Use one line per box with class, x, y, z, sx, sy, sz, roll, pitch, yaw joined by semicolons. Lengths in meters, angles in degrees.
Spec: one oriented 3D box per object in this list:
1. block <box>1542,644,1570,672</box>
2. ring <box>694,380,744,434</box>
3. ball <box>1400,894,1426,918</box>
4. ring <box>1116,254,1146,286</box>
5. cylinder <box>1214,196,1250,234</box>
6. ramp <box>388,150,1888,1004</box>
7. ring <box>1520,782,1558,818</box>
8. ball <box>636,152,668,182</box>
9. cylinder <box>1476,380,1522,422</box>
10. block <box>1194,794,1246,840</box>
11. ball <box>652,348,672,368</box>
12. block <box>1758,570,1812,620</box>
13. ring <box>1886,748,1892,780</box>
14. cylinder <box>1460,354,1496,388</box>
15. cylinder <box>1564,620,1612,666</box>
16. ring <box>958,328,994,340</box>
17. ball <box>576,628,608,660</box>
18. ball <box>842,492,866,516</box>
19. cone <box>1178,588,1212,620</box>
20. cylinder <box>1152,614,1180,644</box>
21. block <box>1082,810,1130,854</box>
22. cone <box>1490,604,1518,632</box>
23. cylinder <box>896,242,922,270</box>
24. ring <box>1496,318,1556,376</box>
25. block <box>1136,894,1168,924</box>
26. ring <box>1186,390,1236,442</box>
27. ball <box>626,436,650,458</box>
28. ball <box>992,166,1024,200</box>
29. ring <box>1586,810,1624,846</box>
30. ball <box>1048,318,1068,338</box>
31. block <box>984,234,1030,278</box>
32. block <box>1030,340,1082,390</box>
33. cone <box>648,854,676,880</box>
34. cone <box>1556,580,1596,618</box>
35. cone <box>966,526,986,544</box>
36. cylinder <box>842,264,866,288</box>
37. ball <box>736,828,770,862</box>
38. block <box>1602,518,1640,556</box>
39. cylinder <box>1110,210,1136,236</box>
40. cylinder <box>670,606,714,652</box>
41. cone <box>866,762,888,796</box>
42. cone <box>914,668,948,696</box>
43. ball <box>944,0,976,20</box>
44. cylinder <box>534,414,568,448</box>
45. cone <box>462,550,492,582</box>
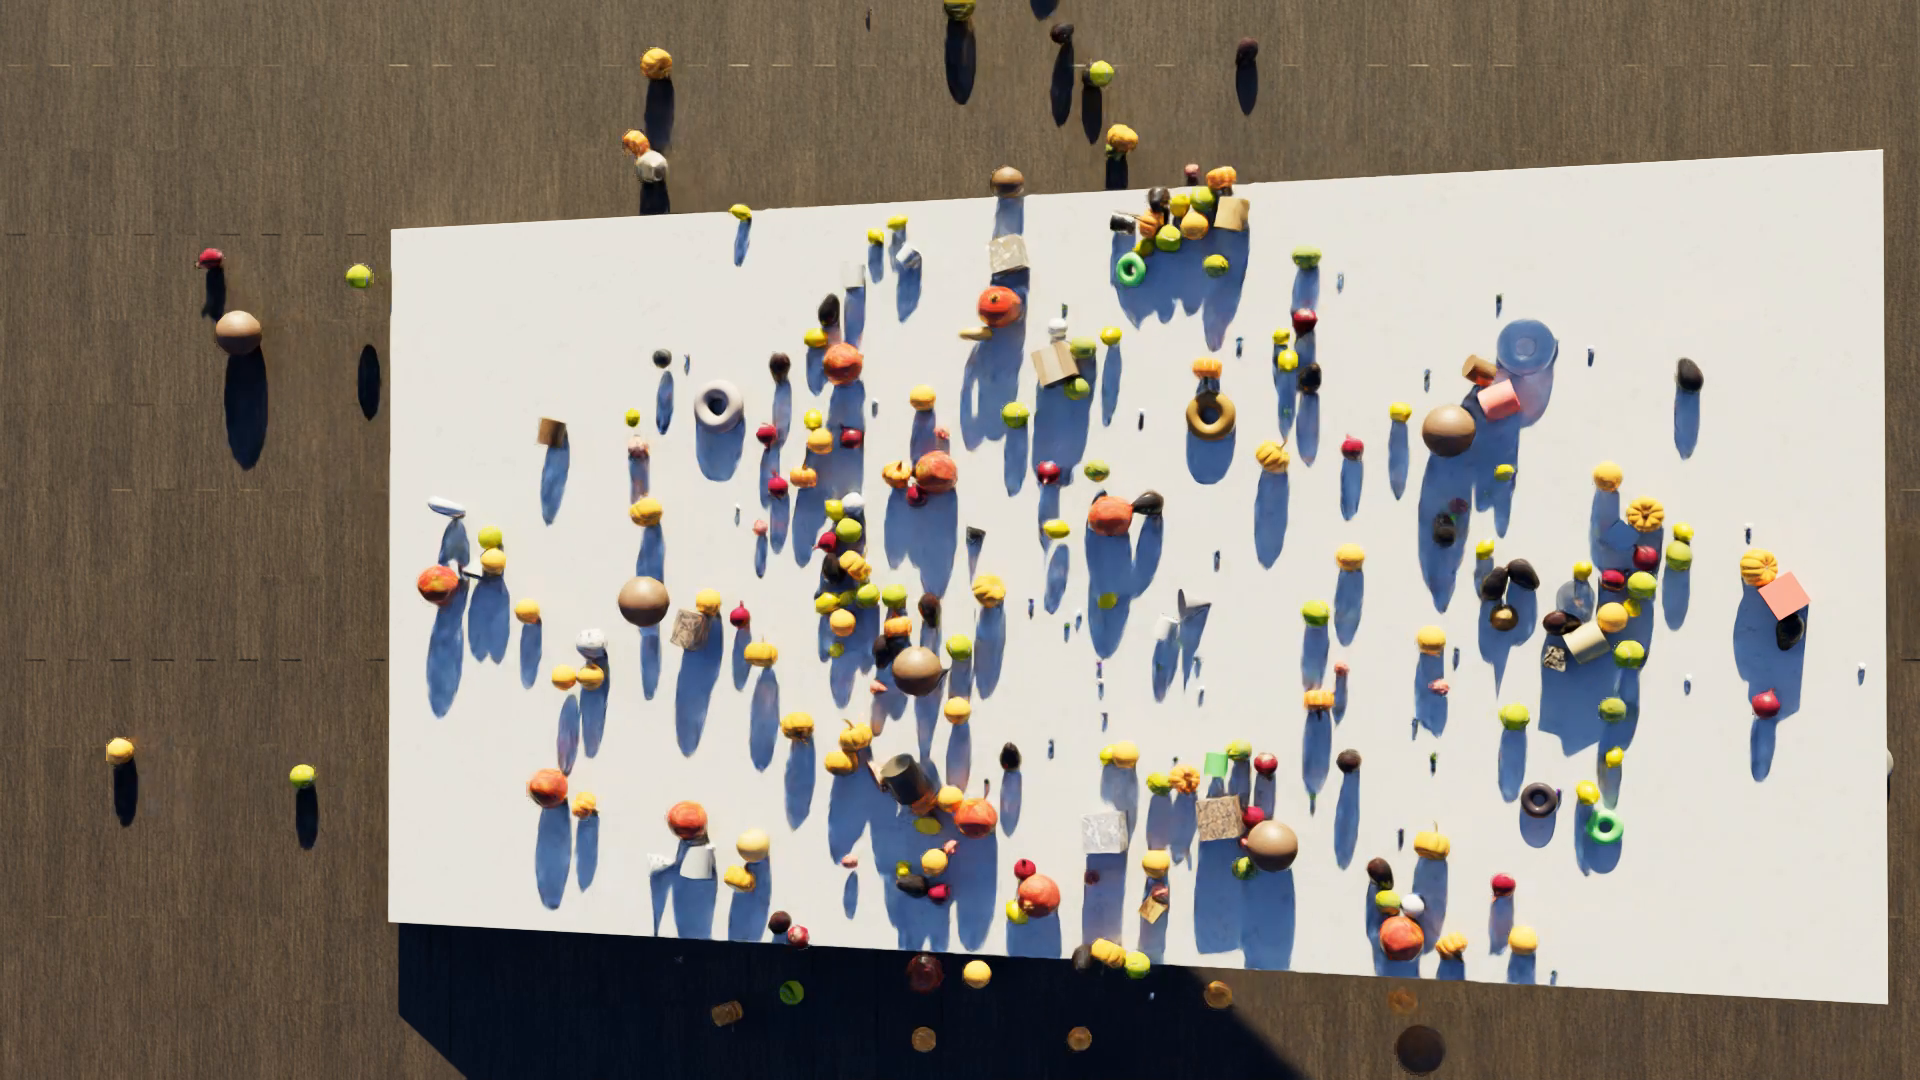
block;1.450;0.287;5.344;0.053;0.053;0.053;16;94;17
ring;-0.661;-0.365;6.023;0.150;0.050;0.150;-1;88;19
ball;1.120;0.904;5.436;0.060;0.060;0.060;0;89;0
ring;0.443;-0.697;5.680;0.087;0.029;0.087;8;102;37
cylinder;0.691;-0.826;5.586;0.079;0.079;0.079;11;93;0
ramp;0.275;0.093;5.799;4.000;0.100;2.000;0;89;18
ring;1.412;0.635;5.364;0.088;0.029;0.088;0;89;19
ball;-0.900;-1.089;6.420;0.092;0.092;0.092;0;89;0
cylinder;1.319;-0.339;5.379;0.082;0.082;0.082;-23;89;16
block;0.658;0.702;5.565;0.099;0.099;0.099;-8;87;17
ball;-0.820;-0.501;6.060;0.056;0.056;0.056;0;89;0
block;1.939;0.131;5.175;0.085;0.085;0.085;-34;80;14
ring;2.654;0.655;6.419;0.137;0.046;0.137;0;90;1
cylinder;1.273;-0.414;5.394;0.062;0.062;0.062;26;89;-12
cylinder;1.514;0.247;5.308;0.084;0.084;0.084;-30;89;15
ring;0.042;-0.541;5.774;0.094;0.094;0.031;-2;92;0
ball;-1.024;0.288;6.108;0.088;0.088;0.088;0;89;0
ball;-0.286;-0.095;5.894;0.063;0.063;0.063;0;89;0
cone;0.606;0.163;5.621;0.082;0.082;0.082;-3;89;-9
cylinder;0.527;0.228;5.635;0.055;0.055;0.055;26;102;0
block;0.374;0.750;5.654;0.098;0.098;0.098;-3;88;17
cone;1.327;0.191;5.376;0.068;0.068;0.068;0;89;18
cylinder;-0.137;-0.758;5.861;0.051;0.051;0.051;40;101;1
ring;1.383;-0.473;5.379;0.143;0.048;0.143;-1;88;18
block;0.494;0.945;5.638;0.051;0.051;0.051;40;101;14
ring;0.641;-0.316;5.614;0.130;0.043;0.130;0;89;16
ball;-0.892;-0.257;6.088;0.061;0.061;0.061;0;89;0
ball;0.125;-0.935;5.769;0.086;0.086;0.086;0;89;0
ring;1.560;0.695;5.317;0.087;0.029;0.087;0;90;17
ball;0.254;-0.554;5.735;0.052;0.052;0.052;0;89;0
block;0.125;-0.745;5.761;0.084;0.084;0.084;-15;85;17
block;0.250;-0.455;5.714;0.091;0.091;0.091;-22;83;16
cone;-0.816;0.894;6.062;0.077;0.077;0.077;-8;89;-10
cone;1.486;0.144;5.313;0.095;0.095;0.095;0;89;18
cone;0.047;-0.019;5.808;0.050;0.050;0.050;-10;89;-10
cylinder;-0.285;-0.708;5.903;0.060;0.060;0.060;2;90;0
ball;-0.560;0.827;5.952;0.091;0.091;0.091;0;89;0
block;1.593;-0.007;5.297;0.064;0.064;0.064;41;101;14
cylinder;0.421;-0.820;5.685;0.053;0.053;0.053;17;89;17
cylinder;-0.733;0.243;6.010;0.100;0.100;0.100;14;93;0
cone;-0.183;0.614;5.860;0.099;0.099;0.099;-26;89;-11
cone;-0.067;0.360;5.831;0.085;0.085;0.085;-23;89;-11
ball;-0.001;-1.566;6.426;0.094;0.094;0.094;0;89;0
cylinder;-1.144;-0.303;6.160;0.073;0.073;0.073;20;82;0
cone;-1.353;0.064;6.231;0.087;0.087;0.087;18;76;0
